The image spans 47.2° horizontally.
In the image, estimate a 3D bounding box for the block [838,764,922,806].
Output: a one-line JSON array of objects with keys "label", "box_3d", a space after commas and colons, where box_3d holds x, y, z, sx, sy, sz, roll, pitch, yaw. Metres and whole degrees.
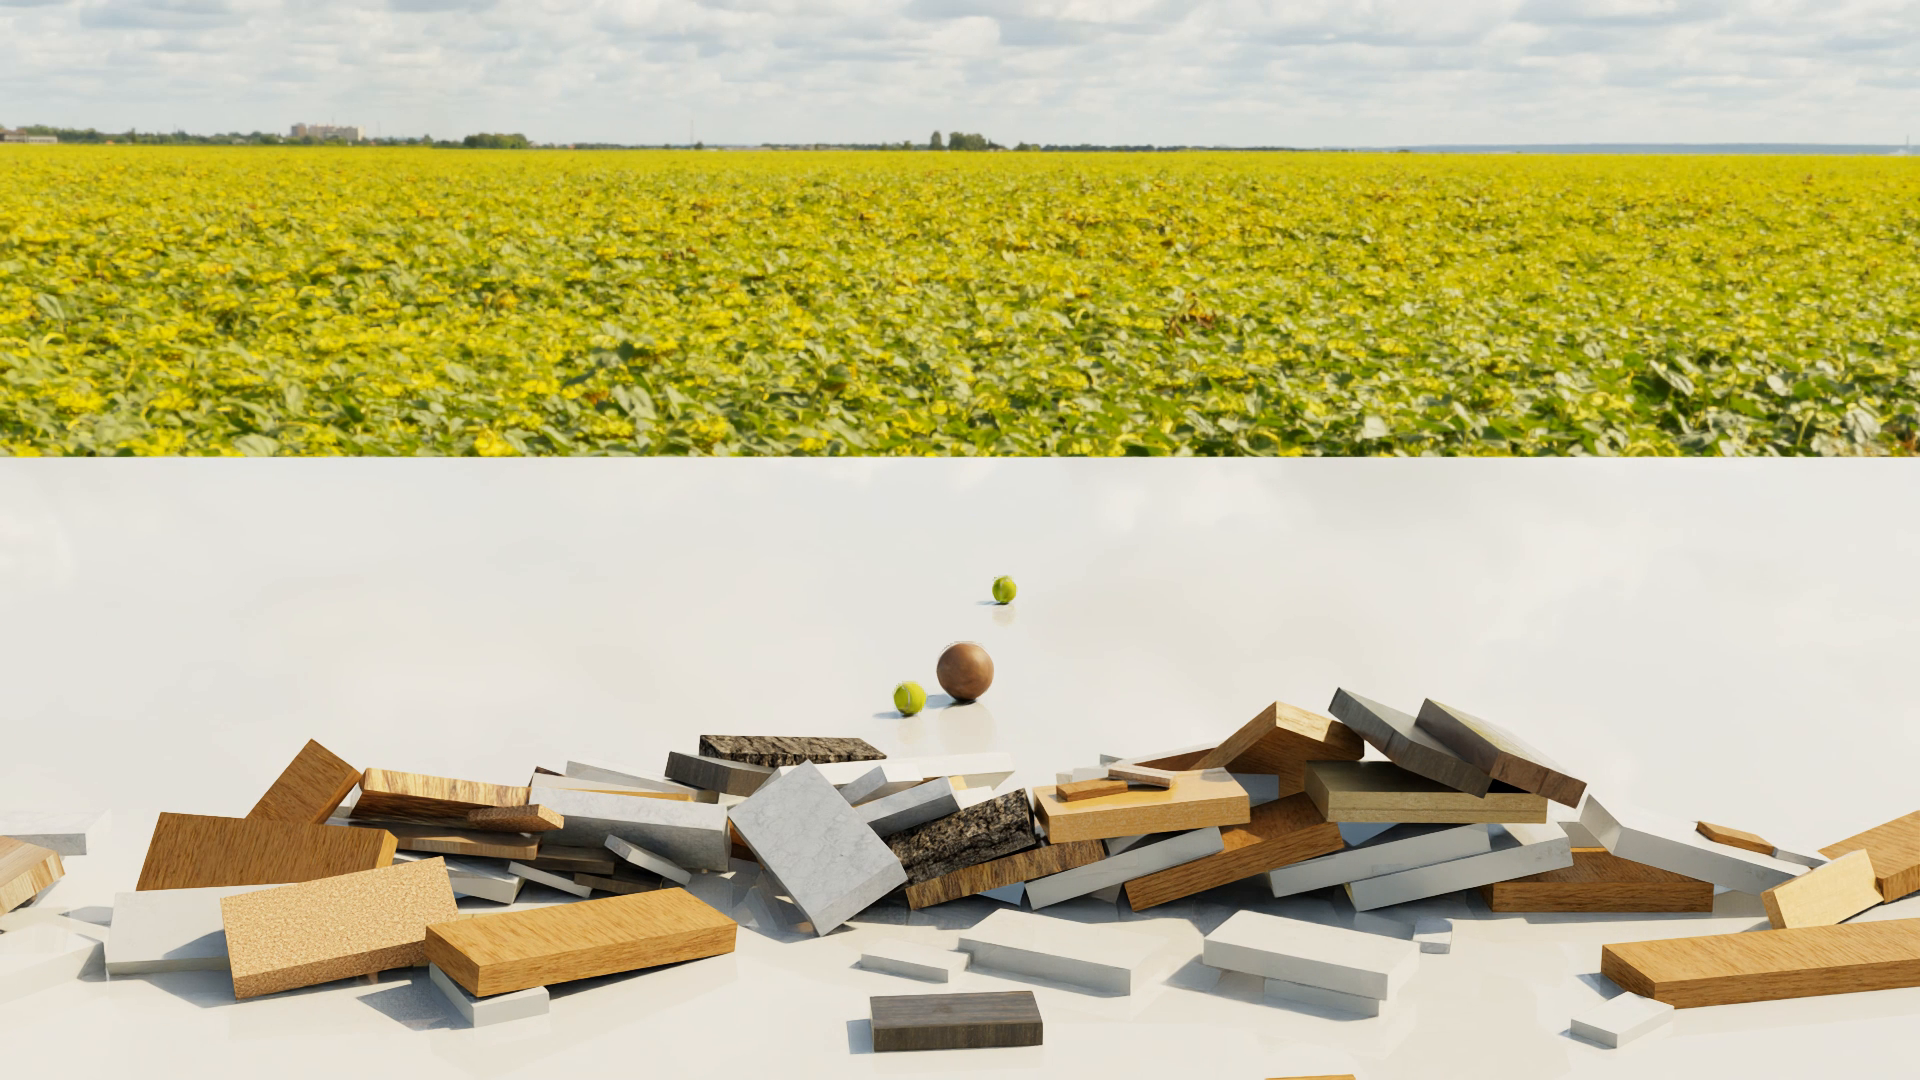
[{"label": "block", "box_3d": [-0.189, 0.459, 3.841, 0.232, 0.033, 0.116, -33, -19, 24]}]

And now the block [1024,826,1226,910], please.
[{"label": "block", "box_3d": [0.267, 0.518, 3.658, 0.329, 0.047, 0.164, -18, 10, 2]}]

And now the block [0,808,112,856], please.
[{"label": "block", "box_3d": [-1.573, 0.489, 3.665, 0.270, 0.038, 0.135, -1, 11, -4]}]

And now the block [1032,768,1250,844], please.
[{"label": "block", "box_3d": [0.295, 0.435, 3.619, 0.329, 0.047, 0.164, -5, 11, -7]}]

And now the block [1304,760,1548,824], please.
[{"label": "block", "box_3d": [0.765, 0.415, 3.630, 0.358, 0.051, 0.179, 1, 10, -4]}]

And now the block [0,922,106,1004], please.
[{"label": "block", "box_3d": [-1.447, 0.645, 3.257, 0.152, 0.043, 0.303, 7, 13, 34]}]

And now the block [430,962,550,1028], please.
[{"label": "block", "box_3d": [-0.695, 0.654, 3.238, 0.111, 0.031, 0.222, -6, 12, -29]}]

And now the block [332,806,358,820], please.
[{"label": "block", "box_3d": [-1.023, 0.501, 3.780, 0.097, 0.027, 0.193, 2, -25, 9]}]

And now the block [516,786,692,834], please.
[{"label": "block", "box_3d": [-0.616, 0.489, 3.829, 0.327, 0.046, 0.163, 2, -29, 8]}]

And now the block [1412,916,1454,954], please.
[{"label": "block", "box_3d": [0.744, 0.621, 3.460, 0.057, 0.016, 0.113, 3, 11, 15]}]

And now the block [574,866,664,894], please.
[{"label": "block", "box_3d": [-0.568, 0.566, 3.667, 0.140, 0.020, 0.070, 11, 10, -3]}]

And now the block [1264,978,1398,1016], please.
[{"label": "block", "box_3d": [0.545, 0.658, 3.234, 0.174, 0.025, 0.087, 6, 12, 28]}]

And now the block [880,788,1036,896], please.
[{"label": "block", "box_3d": [-0.038, 0.507, 3.629, 0.327, 0.046, 0.163, -20, 10, 4]}]

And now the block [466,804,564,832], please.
[{"label": "block", "box_3d": [-0.737, 0.463, 3.647, 0.142, 0.020, 0.071, -8, -28, 24]}]

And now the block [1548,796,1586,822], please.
[{"label": "block", "box_3d": [0.961, 0.474, 3.960, 0.153, 0.043, 0.306, 6, -5, -39]}]

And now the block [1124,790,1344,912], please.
[{"label": "block", "box_3d": [0.445, 0.512, 3.656, 0.358, 0.051, 0.179, -18, 10, 3]}]

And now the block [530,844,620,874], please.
[{"label": "block", "box_3d": [-0.641, 0.531, 3.665, 0.140, 0.020, 0.070, 5, 11, 0]}]

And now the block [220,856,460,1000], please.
[{"label": "block", "box_3d": [-0.933, 0.583, 3.323, 0.333, 0.047, 0.167, -9, 39, -20]}]

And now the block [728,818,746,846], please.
[{"label": "block", "box_3d": [-0.347, 0.505, 3.921, 0.088, 0.025, 0.176, 8, 13, 36]}]

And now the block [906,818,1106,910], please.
[{"label": "block", "box_3d": [0.074, 0.524, 3.657, 0.328, 0.047, 0.164, -15, 10, 3]}]

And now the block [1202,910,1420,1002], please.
[{"label": "block", "box_3d": [0.523, 0.617, 3.279, 0.286, 0.041, 0.143, 6, 12, 29]}]

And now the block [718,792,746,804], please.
[{"label": "block", "box_3d": [-0.513, 0.476, 4.186, 0.250, 0.035, 0.125, -9, 14, -41]}]

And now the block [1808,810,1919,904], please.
[{"label": "block", "box_3d": [1.615, 0.531, 3.739, 0.309, 0.044, 0.154, -14, 14, -25]}]

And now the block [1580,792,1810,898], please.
[{"label": "block", "box_3d": [1.229, 0.517, 3.646, 0.358, 0.051, 0.179, 16, 10, -4]}]

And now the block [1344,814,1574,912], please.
[{"label": "block", "box_3d": [0.815, 0.526, 3.656, 0.358, 0.051, 0.179, -13, 10, 3]}]

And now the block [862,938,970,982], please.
[{"label": "block", "box_3d": [-0.067, 0.639, 3.347, 0.149, 0.021, 0.074, 5, 12, 26]}]

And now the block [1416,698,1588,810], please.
[{"label": "block", "box_3d": [0.882, 0.346, 3.605, 0.160, 0.045, 0.320, 21, 7, -13]}]

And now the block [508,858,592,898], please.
[{"label": "block", "box_3d": [-0.679, 0.556, 3.673, 0.139, 0.020, 0.070, 19, 10, -4]}]

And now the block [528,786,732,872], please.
[{"label": "block", "box_3d": [-0.557, 0.491, 3.727, 0.327, 0.046, 0.163, 5, -33, 1]}]

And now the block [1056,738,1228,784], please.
[{"label": "block", "box_3d": [0.373, 0.432, 4.140, 0.352, 0.050, 0.176, -10, -3, -12]}]

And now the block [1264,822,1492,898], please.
[{"label": "block", "box_3d": [0.683, 0.503, 3.661, 0.358, 0.051, 0.179, -13, 10, 2]}]

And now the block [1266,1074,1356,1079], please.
[{"label": "block", "box_3d": [0.470, 0.740, 2.770, 0.117, 0.033, 0.235, -1, 11, -6]}]

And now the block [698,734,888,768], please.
[{"label": "block", "box_3d": [-0.328, 0.425, 4.303, 0.332, 0.047, 0.166, 3, 6, -22]}]

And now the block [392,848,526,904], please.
[{"label": "block", "box_3d": [-0.856, 0.540, 3.661, 0.256, 0.036, 0.128, 13, 10, -2]}]

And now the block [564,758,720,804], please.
[{"label": "block", "box_3d": [-0.570, 0.439, 3.955, 0.250, 0.035, 0.125, 11, -2, 14]}]
